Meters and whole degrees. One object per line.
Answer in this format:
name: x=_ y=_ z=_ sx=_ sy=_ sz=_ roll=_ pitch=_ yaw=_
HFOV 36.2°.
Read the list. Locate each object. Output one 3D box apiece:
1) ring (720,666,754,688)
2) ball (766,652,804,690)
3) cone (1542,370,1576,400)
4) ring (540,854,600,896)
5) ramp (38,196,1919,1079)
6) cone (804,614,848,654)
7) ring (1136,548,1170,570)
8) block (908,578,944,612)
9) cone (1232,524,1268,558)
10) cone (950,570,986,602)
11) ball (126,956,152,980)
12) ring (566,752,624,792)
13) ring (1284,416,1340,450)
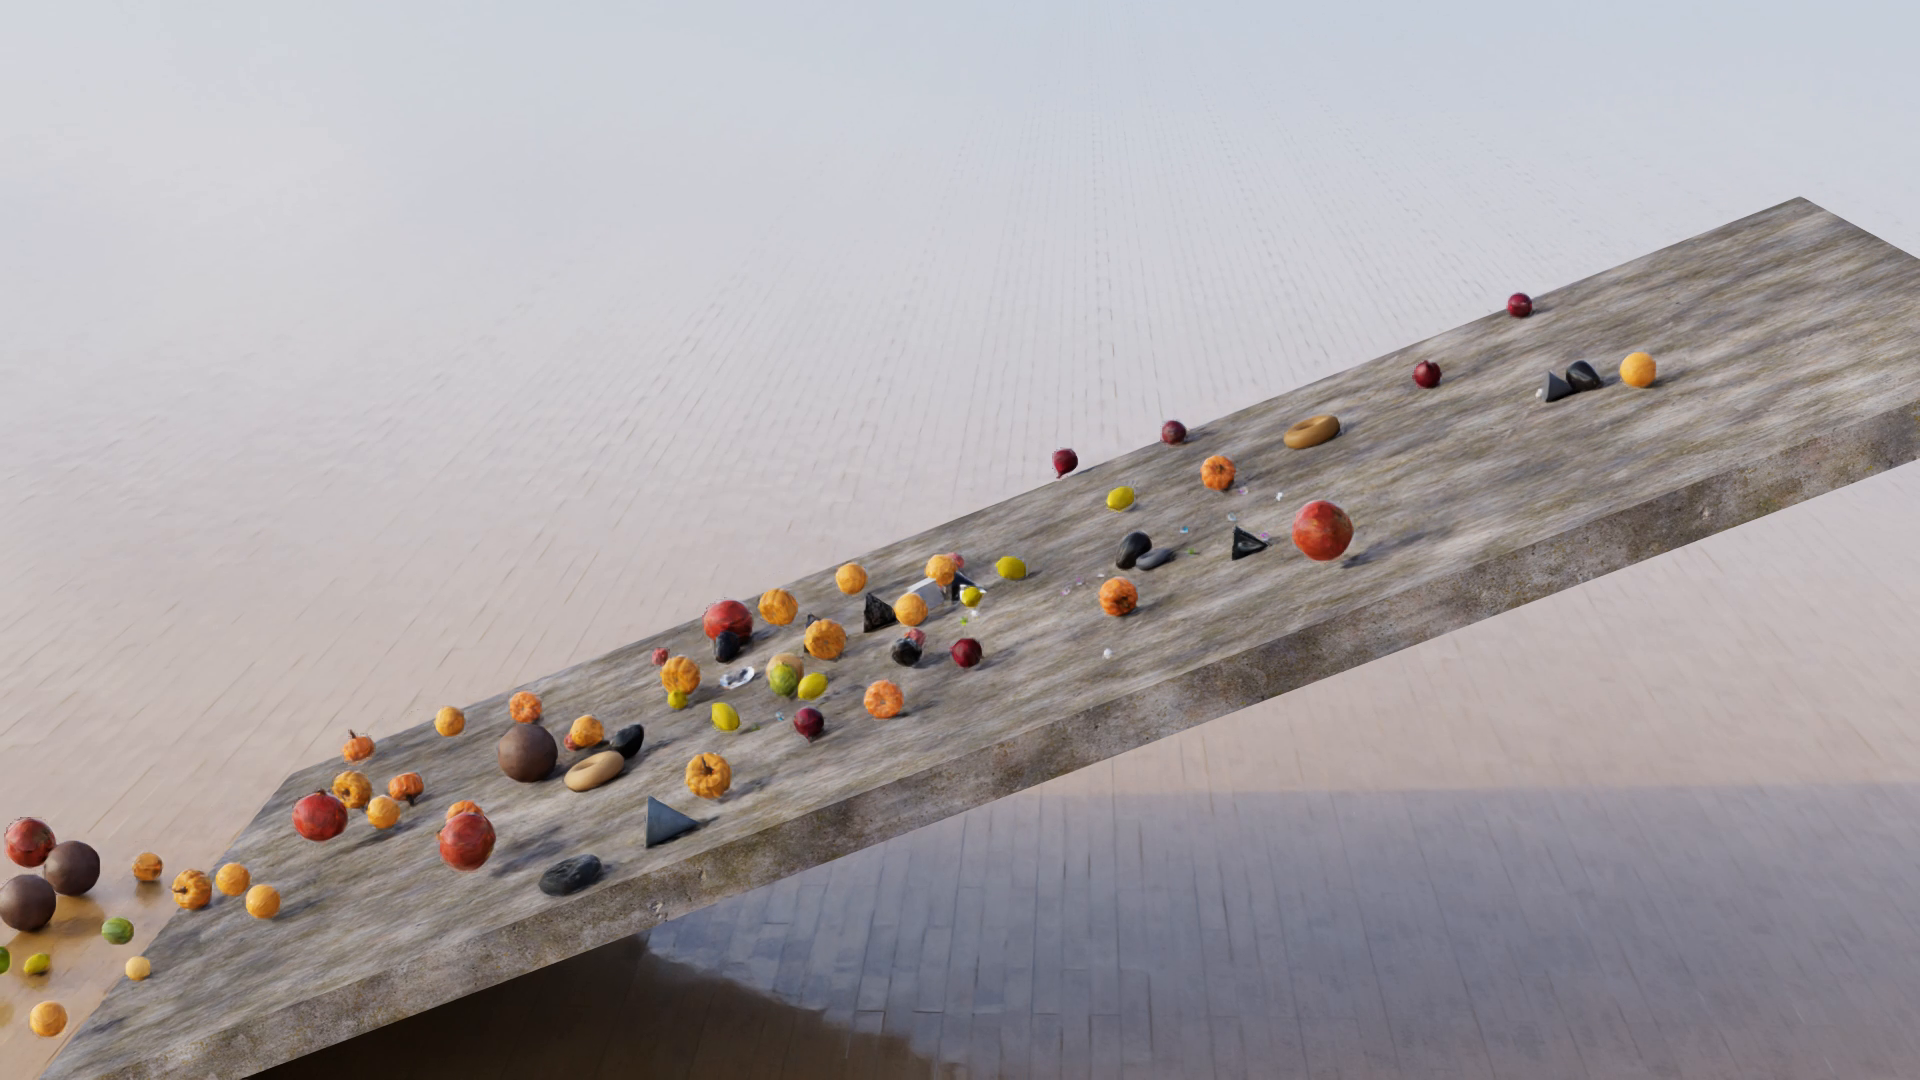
ring: x=-0.495 y=0.304 z=6.530 sx=0.080 sy=0.027 sz=0.080 roll=-21 pitch=13 yaw=5
ball: x=-0.374 y=0.281 z=6.284 sx=0.081 sy=0.081 sz=0.081 roll=0 pitch=14 yaw=0
cone: x=1.245 y=-0.314 z=6.081 sx=0.067 sy=0.067 sz=0.067 roll=11 pitch=14 yaw=2
ring: x=-0.730 y=0.628 z=5.505 sx=0.123 sy=0.041 sz=0.123 roll=-20 pitch=13 yaw=5
ramp: x=0.124 y=0.173 z=6.290 sx=4.000 sy=0.100 sz=2.000 roll=-21 pitch=12 yaw=7
cone: x=-0.293 y=0.212 z=6.533 sx=0.092 sy=0.092 sz=0.092 roll=6 pitch=14 yaw=4
ring: x=0.399 y=0.039 z=6.076 sx=0.077 sy=0.026 sz=0.077 roll=-22 pitch=11 yaw=4
block: x=-0.075 y=0.121 z=6.503 sx=0.055 sy=0.055 sz=0.055 roll=-25 pitch=12 yaw=-14
cone: x=0.581 y=0.008 z=5.871 sx=0.071 sy=0.071 sz=0.071 roll=8 pitch=15 yaw=5
cone: x=0.023 y=0.108 z=6.440 sx=0.072 sy=0.072 sz=0.072 roll=7 pitch=15 yaw=9
ball: x=-1.705 y=0.889 z=6.102 sx=0.051 sy=0.051 sz=0.051 roll=0 pitch=14 yaw=0
ring: x=-0.769 y=0.486 z=6.187 sx=0.134 sy=0.045 sz=0.134 roll=-23 pitch=11 yaw=5
ring: x=0.784 y=-0.240 z=6.562 sx=0.130 sy=0.043 sz=0.130 roll=-20 pitch=13 yaw=5
